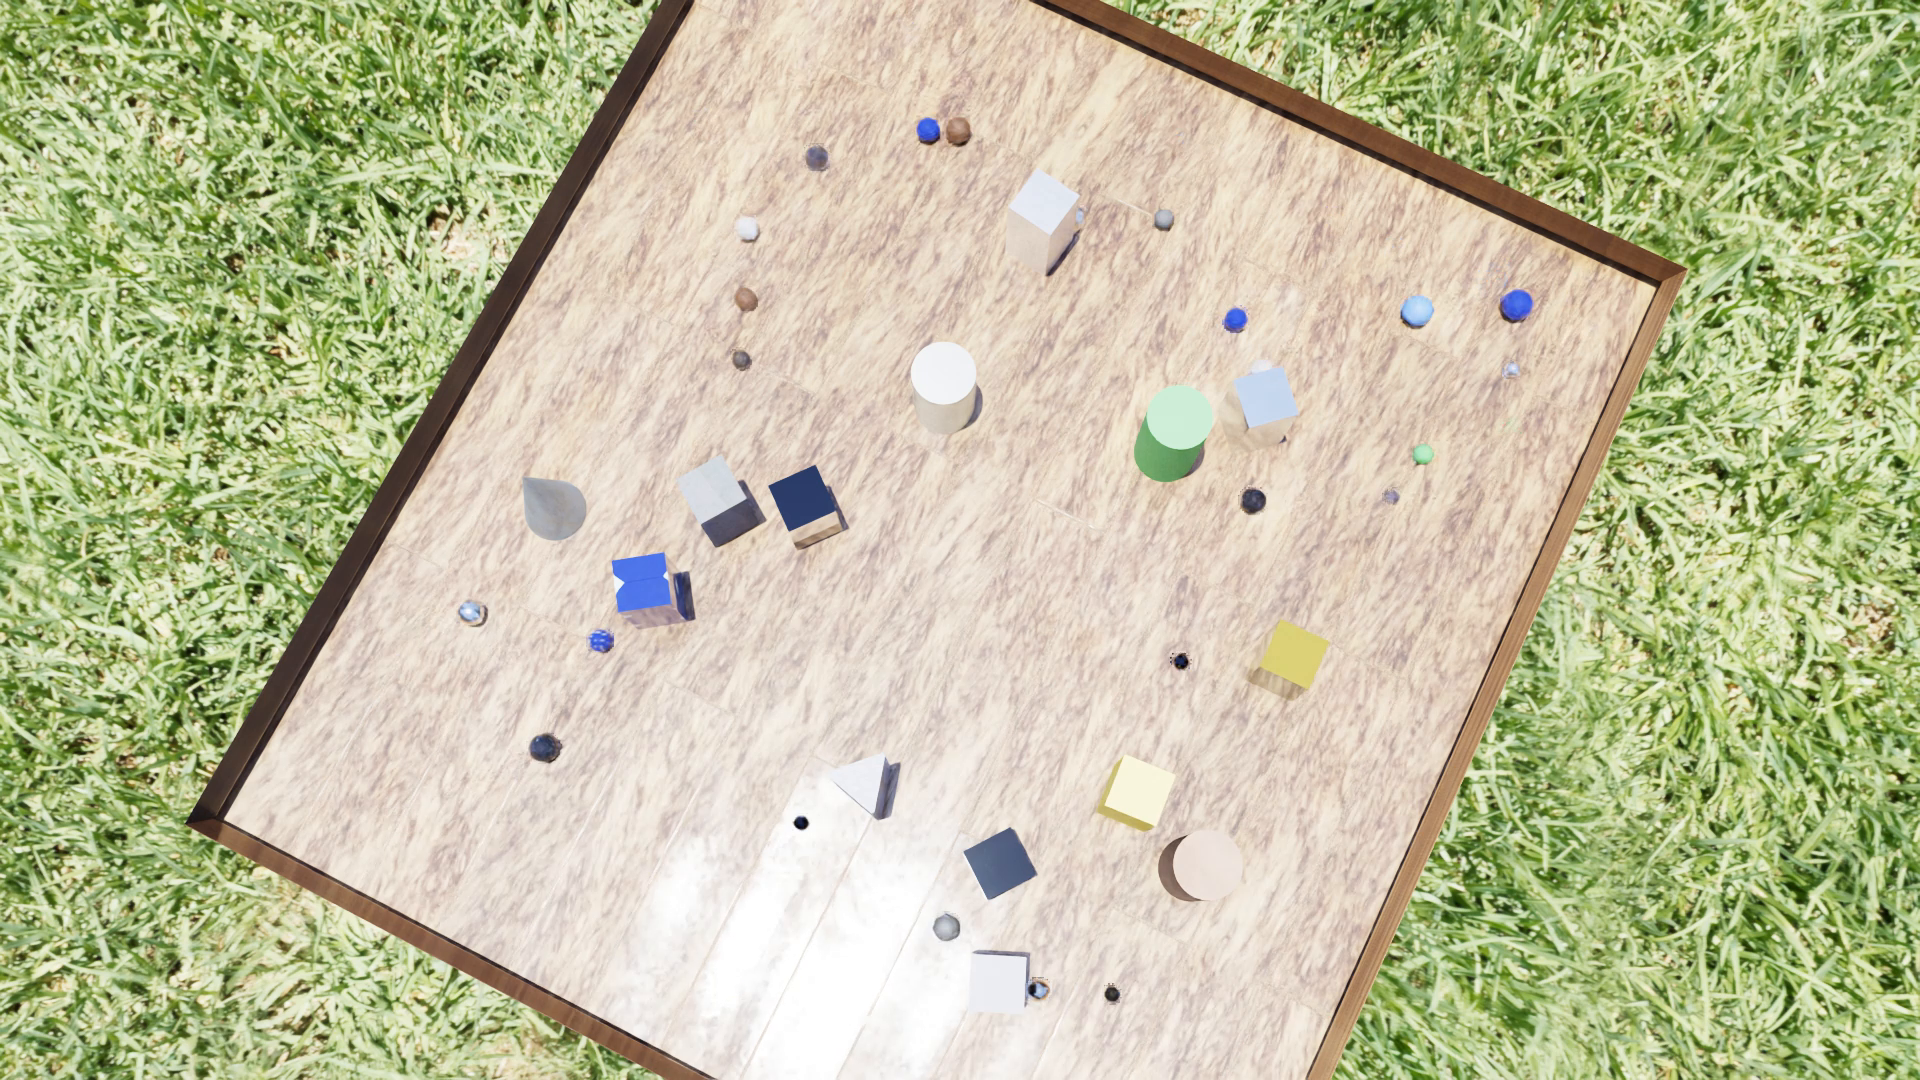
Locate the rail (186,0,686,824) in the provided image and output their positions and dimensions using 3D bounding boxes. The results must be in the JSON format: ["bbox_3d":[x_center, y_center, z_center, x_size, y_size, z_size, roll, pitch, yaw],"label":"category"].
[{"bbox_3d":[-1.441,-0.699,5.697,0.045,0.124,3.536,26,80,5],"label":"rail"}]

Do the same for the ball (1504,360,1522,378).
[{"bbox_3d":[1.718,-0.530,5.699,0.054,0.054,0.054,0,78,0],"label":"ball"}]

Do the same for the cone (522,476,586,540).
[{"bbox_3d":[-1.244,-0.136,5.419,0.191,0.442,0.191,0,78,0],"label":"cone"}]

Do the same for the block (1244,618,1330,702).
[{"bbox_3d":[0.959,0.356,5.393,0.153,0.292,0.153,25,79,5],"label":"block"}]

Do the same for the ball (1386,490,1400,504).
[{"bbox_3d":[1.327,-0.132,5.621,0.045,0.045,0.045,0,78,0],"label":"ball"}]

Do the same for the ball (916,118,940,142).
[{"bbox_3d":[-0.101,-1.310,5.848,0.077,0.077,0.077,0,78,0],"label":"ball"}]

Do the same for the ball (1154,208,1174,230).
[{"bbox_3d":[0.645,-1.015,5.794,0.064,0.064,0.064,0,78,0],"label":"ball"}]

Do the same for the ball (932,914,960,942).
[{"bbox_3d":[-0.039,1.131,5.342,0.080,0.080,0.080,0,78,0],"label":"ball"}]

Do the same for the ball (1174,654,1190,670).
[{"bbox_3d":[0.666,0.367,5.516,0.049,0.049,0.049,0,78,0],"label":"ball"}]

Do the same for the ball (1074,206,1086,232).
[{"bbox_3d":[0.354,-1.016,5.780,0.089,0.089,0.089,0,78,0],"label":"ball"}]

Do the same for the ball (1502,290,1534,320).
[{"bbox_3d":[1.741,-0.735,5.720,0.095,0.095,0.095,0,78,0],"label":"ball"}]

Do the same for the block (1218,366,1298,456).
[{"bbox_3d":[0.894,-0.384,5.521,0.153,0.342,0.153,-16,79,-3],"label":"block"}]

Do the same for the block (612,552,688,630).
[{"bbox_3d":[-0.914,0.154,5.419,0.153,0.325,0.153,-9,78,-2],"label":"block"}]

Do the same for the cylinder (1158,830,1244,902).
[{"bbox_3d":[0.680,0.931,5.218,0.191,0.404,0.191,0,78,0],"label":"cylinder"}]

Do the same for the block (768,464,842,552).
[{"bbox_3d":[-0.461,-0.094,5.491,0.153,0.283,0.153,-24,79,-5],"label":"block"}]

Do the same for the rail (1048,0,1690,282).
[{"bbox_3d":[0.780,-1.521,5.867,3.270,0.124,0.045,26,80,5],"label":"rail"}]

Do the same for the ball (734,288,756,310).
[{"bbox_3d":[-0.671,-0.756,5.737,0.070,0.070,0.070,0,78,0],"label":"ball"}]

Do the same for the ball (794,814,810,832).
[{"bbox_3d":[-0.469,0.837,5.419,0.048,0.048,0.048,0,78,0],"label":"ball"}]

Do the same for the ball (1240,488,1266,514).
[{"bbox_3d":[0.898,-0.120,5.601,0.078,0.078,0.078,0,78,0],"label":"ball"}]

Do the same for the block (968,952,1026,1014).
[{"bbox_3d":[0.103,1.254,5.195,0.153,0.317,0.153,3,78,1],"label":"block"}]

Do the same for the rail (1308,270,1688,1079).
[{"bbox_3d":[1.441,0.712,5.405,0.045,0.124,3.536,26,80,5],"label":"rail"}]

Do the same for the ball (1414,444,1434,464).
[{"bbox_3d":[1.427,-0.264,5.640,0.062,0.062,0.062,0,78,0],"label":"ball"}]

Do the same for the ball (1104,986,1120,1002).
[{"bbox_3d":[0.441,1.319,5.320,0.046,0.046,0.046,0,78,0],"label":"ball"}]

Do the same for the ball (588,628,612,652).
[{"bbox_3d":[-1.083,0.303,5.517,0.072,0.072,0.072,0,78,0],"label":"ball"}]

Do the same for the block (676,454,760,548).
[{"bbox_3d":[-0.721,-0.112,5.465,0.153,0.341,0.153,-30,80,-6],"label":"block"}]

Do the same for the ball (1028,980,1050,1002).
[{"bbox_3d":[0.229,1.306,5.311,0.063,0.063,0.063,0,78,0],"label":"ball"}]

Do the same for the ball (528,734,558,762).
[{"bbox_3d":[-1.238,0.618,5.445,0.086,0.086,0.086,0,78,0],"label":"ball"}]

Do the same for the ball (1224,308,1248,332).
[{"bbox_3d":[0.862,-0.689,5.722,0.073,0.073,0.073,0,78,0],"label":"ball"}]

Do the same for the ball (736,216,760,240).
[{"bbox_3d":[-0.671,-0.983,5.782,0.074,0.074,0.074,0,78,0],"label":"ball"}]

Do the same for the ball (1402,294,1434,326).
[{"bbox_3d":[1.428,-0.717,5.716,0.096,0.096,0.096,0,78,0],"label":"ball"}]

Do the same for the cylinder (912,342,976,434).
[{"bbox_3d":[-0.048,-0.456,5.539,0.191,0.336,0.191,0,78,0],"label":"cylinder"}]

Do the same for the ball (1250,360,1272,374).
[{"bbox_3d":[0.937,-0.526,5.689,0.071,0.071,0.071,0,78,0],"label":"ball"}]

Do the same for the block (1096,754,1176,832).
[{"bbox_3d":[0.504,0.734,5.286,0.153,0.350,0.153,22,79,4],"label":"block"}]

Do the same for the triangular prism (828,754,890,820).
[{"bbox_3d":[-0.256,0.686,5.261,0.166,0.418,0.144,40,81,8],"label":"triangular prism"}]

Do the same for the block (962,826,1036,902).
[{"bbox_3d":[0.111,0.939,5.298,0.153,0.242,0.153,-27,80,-5],"label":"block"}]

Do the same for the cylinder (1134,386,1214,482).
[{"bbox_3d":[0.633,-0.312,5.474,0.191,0.406,0.191,0,78,0],"label":"cylinder"}]

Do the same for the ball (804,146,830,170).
[{"bbox_3d":[-0.454,-1.216,5.828,0.078,0.078,0.078,0,78,0],"label":"ball"}]

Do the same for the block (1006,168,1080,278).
[{"bbox_3d":[0.250,-0.971,5.632,0.153,0.363,0.153,35,80,7],"label":"block"}]

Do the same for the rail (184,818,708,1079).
[{"bbox_3d":[-0.780,1.534,5.235,3.270,0.124,0.045,26,80,5],"label":"rail"}]

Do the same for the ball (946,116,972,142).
[{"bbox_3d":[-0.005,-1.309,5.845,0.083,0.083,0.083,0,78,0],"label":"ball"}]

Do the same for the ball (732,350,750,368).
[{"bbox_3d":[-0.681,-0.562,5.703,0.058,0.058,0.058,0,78,0],"label":"ball"}]

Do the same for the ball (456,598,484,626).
[{"bbox_3d":[-1.476,0.219,5.530,0.081,0.081,0.081,0,78,0],"label":"ball"}]
